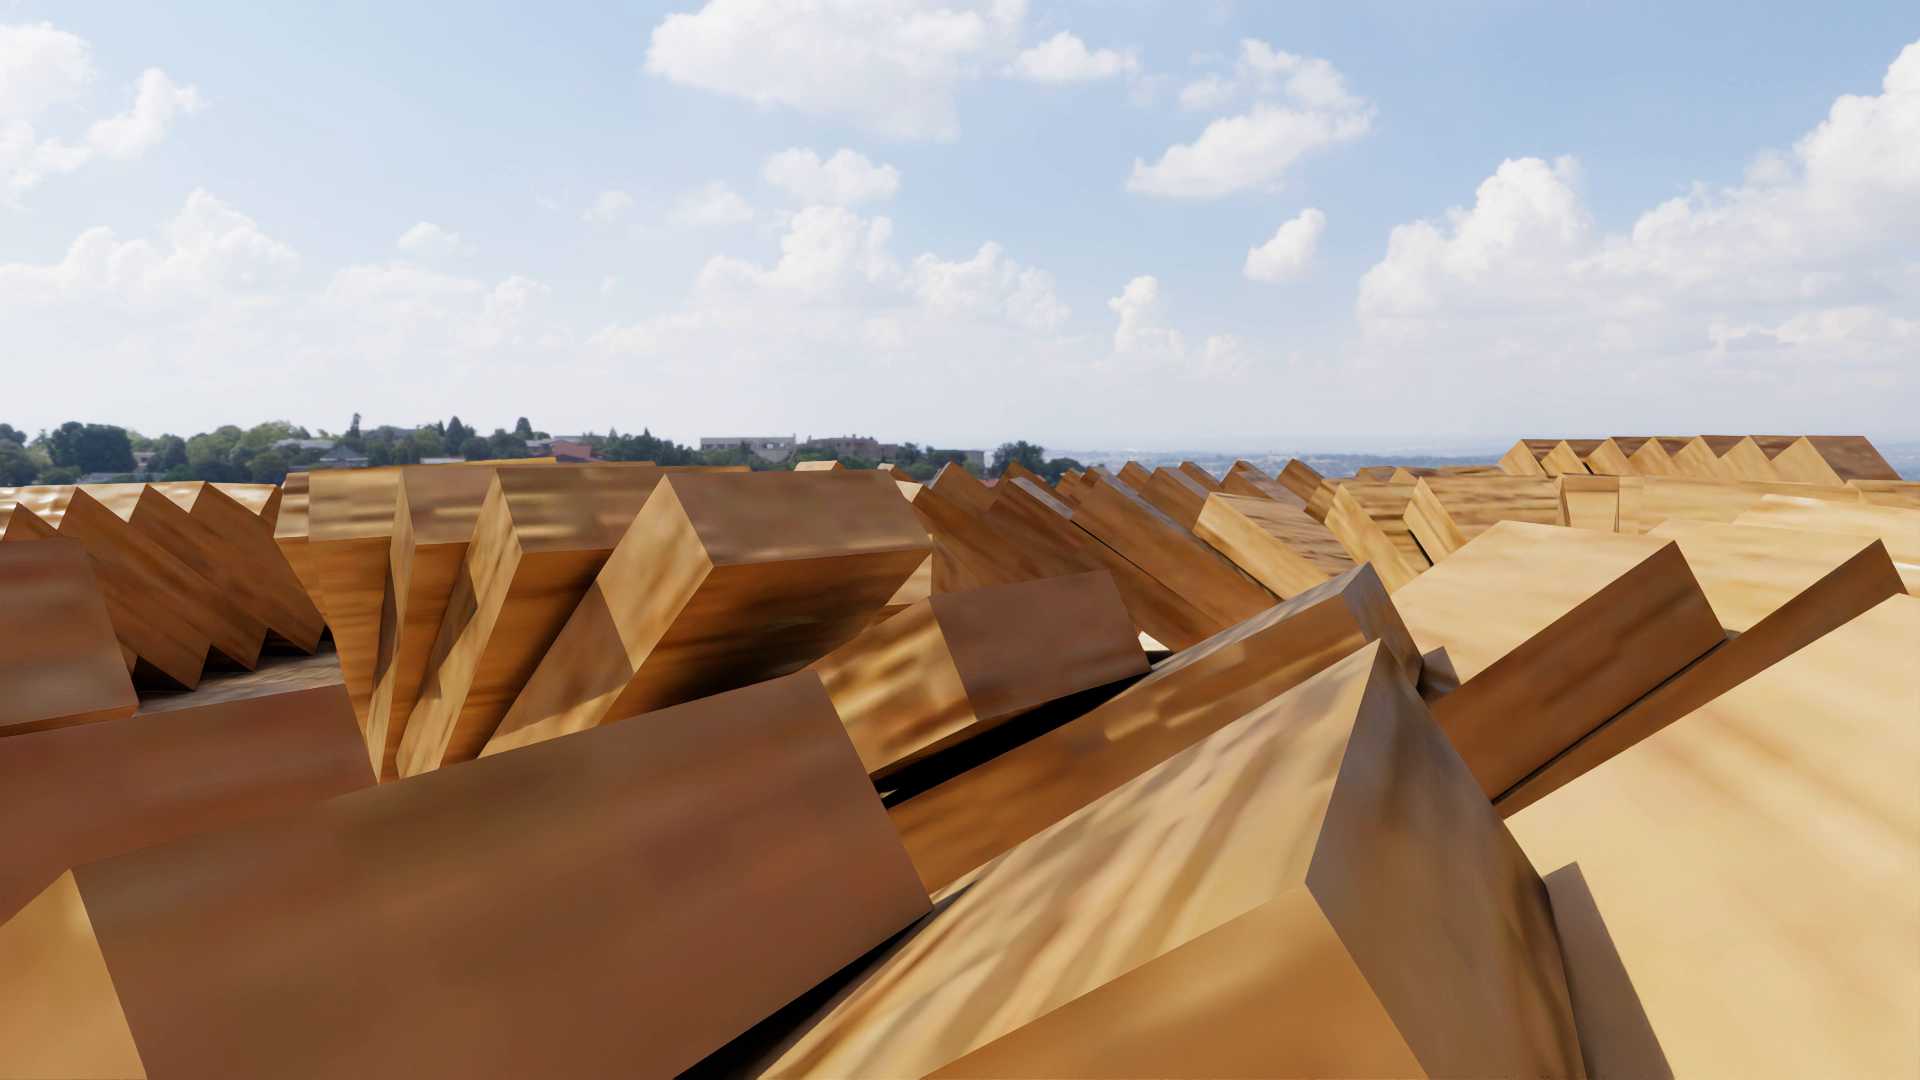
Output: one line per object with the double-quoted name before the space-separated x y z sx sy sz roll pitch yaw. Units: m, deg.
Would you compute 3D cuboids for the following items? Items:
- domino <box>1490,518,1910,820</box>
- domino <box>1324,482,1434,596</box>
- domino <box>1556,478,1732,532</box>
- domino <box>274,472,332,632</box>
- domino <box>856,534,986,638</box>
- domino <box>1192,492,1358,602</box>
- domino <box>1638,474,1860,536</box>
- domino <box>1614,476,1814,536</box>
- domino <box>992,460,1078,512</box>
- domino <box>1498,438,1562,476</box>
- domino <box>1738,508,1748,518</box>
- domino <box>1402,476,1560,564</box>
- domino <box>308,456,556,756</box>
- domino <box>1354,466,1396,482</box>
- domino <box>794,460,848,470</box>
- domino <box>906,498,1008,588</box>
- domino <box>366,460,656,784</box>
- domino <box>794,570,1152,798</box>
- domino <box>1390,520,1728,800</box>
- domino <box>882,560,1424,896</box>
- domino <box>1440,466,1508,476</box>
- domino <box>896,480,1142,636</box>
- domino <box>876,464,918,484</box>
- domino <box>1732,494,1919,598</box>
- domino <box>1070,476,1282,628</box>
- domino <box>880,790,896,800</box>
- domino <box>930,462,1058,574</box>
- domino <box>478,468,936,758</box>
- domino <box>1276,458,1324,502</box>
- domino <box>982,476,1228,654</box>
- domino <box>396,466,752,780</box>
"domino" 0.055 0.016 0.116 0.050 0.009 0.025 -33 8 -4
"domino" 0.090 0.008 0.233 0.025 0.010 0.050 -1 37 -18
"domino" 0.107 0.010 0.194 0.025 0.010 0.050 1 40 16
"domino" -0.070 0.009 0.173 0.025 0.010 0.050 -4 -35 -8
"domino" -0.008 0.013 0.195 0.025 0.010 0.050 -5 -20 17
"domino" 0.072 0.007 0.253 0.025 0.010 0.050 5 26 -37
"domino" 0.098 0.011 0.162 0.025 0.010 0.050 6 42 28
"domino" 0.104 0.011 0.177 0.025 0.009 0.050 4 41 25
"domino" 0.032 -0.001 0.325 0.050 0.009 0.025 36 4 5
"domino" 0.172 -0.006 0.351 0.025 0.050 0.010 -2 -37 -28
"domino" 0.088 0.015 0.139 0.050 0.009 0.025 -39 23 -26
"domino" 0.098 0.008 0.216 0.025 0.010 0.050 -1 40 -11
"domino" -0.062 0.010 0.157 0.025 0.010 0.050 -5 -35 -20
"domino" 0.139 -0.003 0.373 0.050 0.010 0.025 42 27 28
"domino" -0.018 0.000 0.306 0.050 0.010 0.025 39 -14 -23
"domino" -0.006 0.008 0.224 0.025 0.010 0.050 2 -29 47
"domino" -0.051 0.011 0.145 0.025 0.009 0.050 -4 -36 -32
"domino" -0.011 0.018 0.114 0.050 0.010 0.025 -31 -15 35
"domino" 0.037 0.017 0.114 0.050 0.010 0.025 -33 8 -4
"domino" 0.012 0.018 0.108 0.050 0.009 0.025 -29 -7 21
"domino" 0.159 -0.003 0.364 0.025 0.009 0.050 -2 39 -30
"domino" 0.008 0.007 0.245 0.050 0.010 0.025 33 -4 -14
"domino" -0.001 0.000 0.317 0.050 0.010 0.025 37 -3 -11
"domino" 0.075 0.015 0.125 0.050 0.010 0.025 -36 18 -13
"domino" 0.046 0.006 0.251 0.050 0.009 0.025 35 9 6
"domino" -0.001 0.025 0.172 0.025 0.010 0.050 0 4 0
"domino" 0.015 -0.001 0.322 0.050 0.009 0.025 36 -1 -4
"domino" -0.027 0.013 0.124 0.025 0.010 0.050 -5 -35 -47
"domino" 0.118 -0.005 0.381 0.050 0.009 0.025 39 14 17
"domino" 0.029 0.006 0.254 0.050 0.010 0.025 35 8 5
"domino" -0.040 0.012 0.134 0.025 0.009 0.050 -3 -36 -38
